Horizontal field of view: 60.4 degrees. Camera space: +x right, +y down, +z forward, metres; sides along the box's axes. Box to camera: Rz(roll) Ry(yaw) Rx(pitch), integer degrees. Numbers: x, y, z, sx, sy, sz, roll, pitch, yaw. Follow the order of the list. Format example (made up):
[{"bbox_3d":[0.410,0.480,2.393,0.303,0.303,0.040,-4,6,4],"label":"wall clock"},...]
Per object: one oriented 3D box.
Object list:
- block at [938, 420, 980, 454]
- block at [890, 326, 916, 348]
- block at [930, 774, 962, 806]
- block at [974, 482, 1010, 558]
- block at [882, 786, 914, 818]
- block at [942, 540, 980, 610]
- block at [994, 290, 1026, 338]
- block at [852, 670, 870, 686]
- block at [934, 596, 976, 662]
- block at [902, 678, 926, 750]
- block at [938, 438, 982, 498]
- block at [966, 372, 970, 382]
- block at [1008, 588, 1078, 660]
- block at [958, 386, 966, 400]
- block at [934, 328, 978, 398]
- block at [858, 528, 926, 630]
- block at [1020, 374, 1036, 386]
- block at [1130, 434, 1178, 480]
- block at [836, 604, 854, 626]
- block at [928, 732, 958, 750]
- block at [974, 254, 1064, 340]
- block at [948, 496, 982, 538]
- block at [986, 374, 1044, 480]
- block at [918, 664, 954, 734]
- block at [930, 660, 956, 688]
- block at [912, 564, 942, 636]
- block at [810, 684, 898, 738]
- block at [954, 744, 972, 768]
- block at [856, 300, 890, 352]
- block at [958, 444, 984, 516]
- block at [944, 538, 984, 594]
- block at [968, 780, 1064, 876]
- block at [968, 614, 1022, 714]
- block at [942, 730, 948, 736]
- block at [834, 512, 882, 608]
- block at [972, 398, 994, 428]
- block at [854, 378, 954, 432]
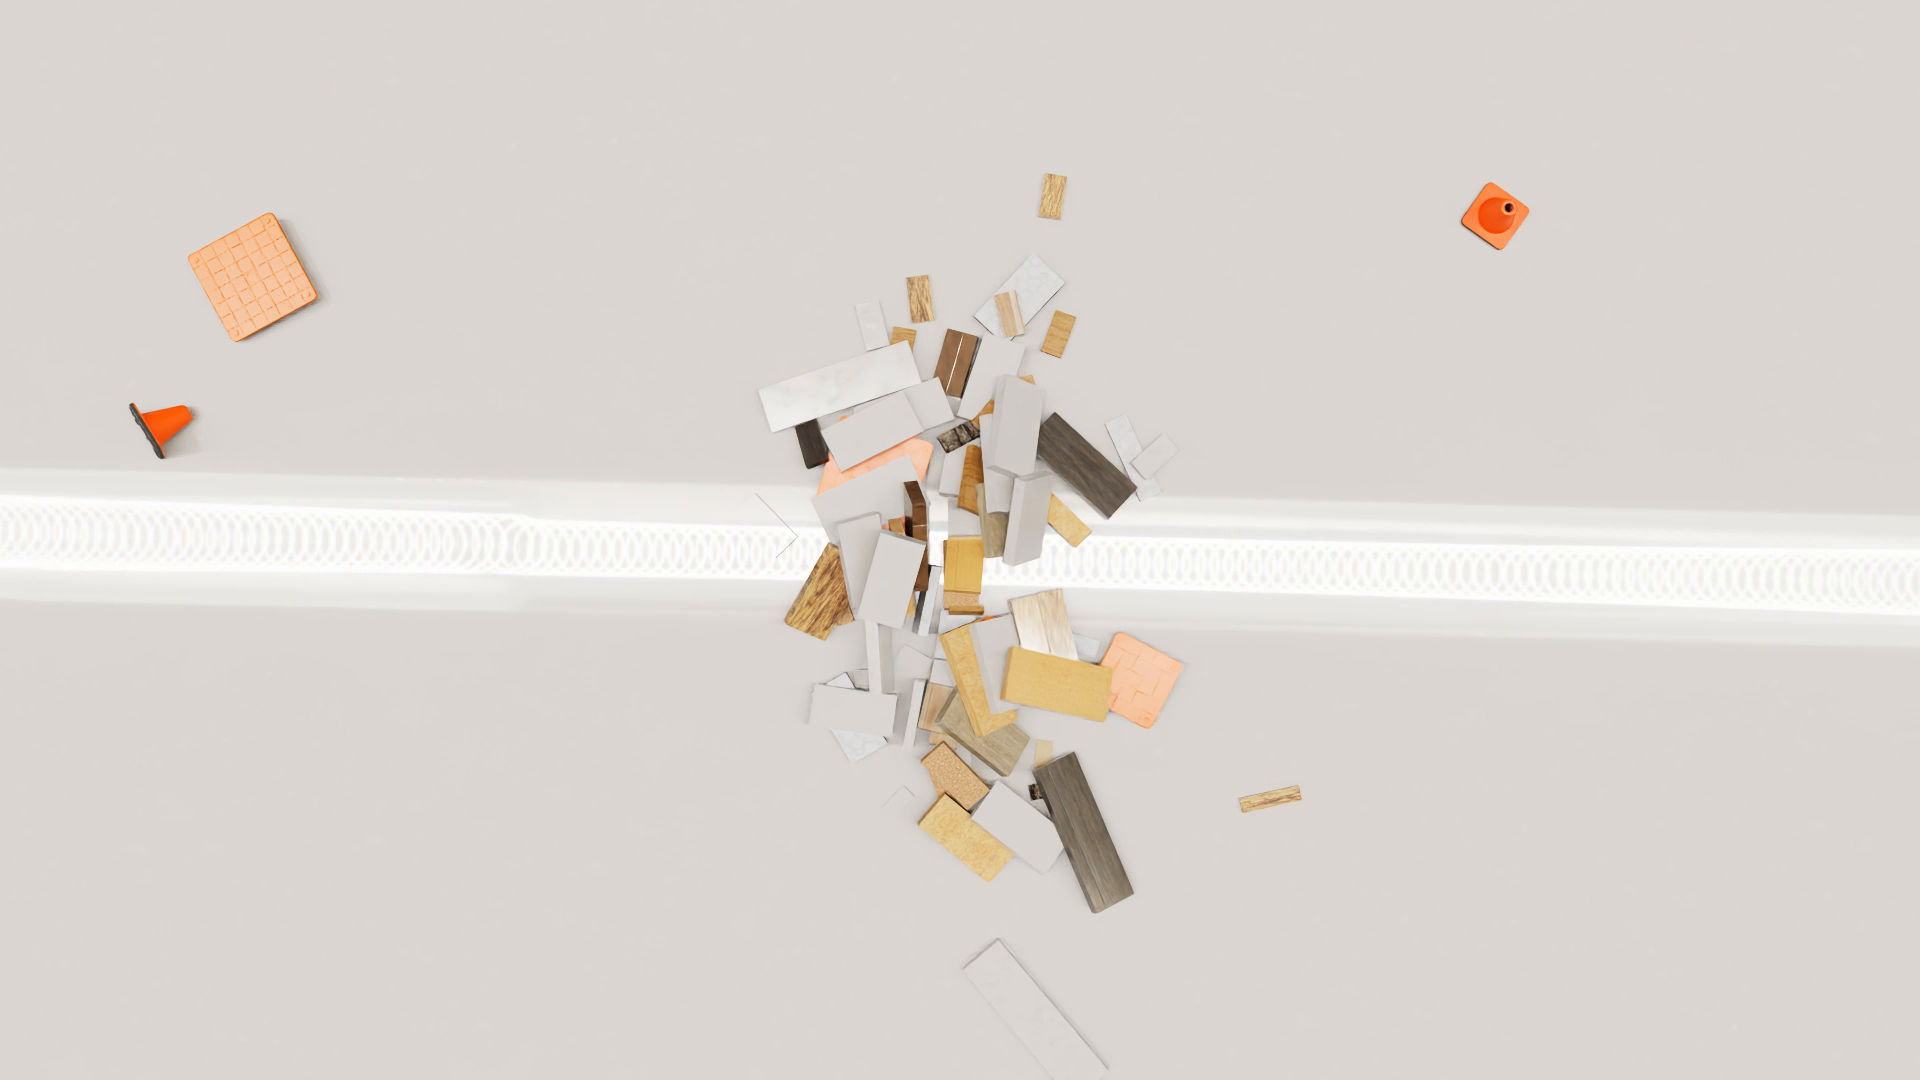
[{"bbox_3d":[-0.005,-0.342,5.454,0.127,0.018,0.063,-27,71,-10],"label":"block"},{"bbox_3d":[-0.197,-0.629,5.489,0.076,0.022,0.153,11,90,0],"label":"block"},{"bbox_3d":[-0.035,0.810,5.461,0.096,0.027,0.193,-18,103,4],"label":"block"},{"bbox_3d":[0.120,-0.069,5.405,0.035,0.123,0.247,-6,93,44],"label":"block"},{"bbox_3d":[-0.206,0.874,5.493,0.052,0.015,0.104,44,90,0],"label":"block"},{"bbox_3d":[0.003,0.114,5.454,0.116,0.033,0.231,-1,75,0],"label":"block"},{"bbox_3d":[0.164,-0.745,5.449,0.072,0.021,0.145,-14,90,0],"label":"block"},{"bbox_3d":[-0.317,0.454,5.458,0.014,0.099,0.050,-4,90,-42],"label":"block"},{"bbox_3d":[-0.012,0.286,5.445,0.116,0.033,0.231,8,75,-1],"label":"block"},{"bbox_3d":[-0.151,0.575,5.444,0.032,0.113,0.226,11,90,0],"label":"block"},{"bbox_3d":[0.000,-0.243,5.446,0.106,0.030,0.212,9,71,3],"label":"block"},{"bbox_3d":[0.046,-0.535,5.493,0.095,0.013,0.047,19,90,0],"label":"block"},{"bbox_3d":[0.285,0.351,5.436,0.176,0.050,0.352,-13,91,-13],"label":"block"},{"bbox_3d":[0.032,-0.473,5.493,0.095,0.013,0.047,31,90,0],"label":"block"},{"bbox_3d":[-0.018,-0.586,5.476,0.106,0.030,0.211,16,90,10],"label":"block"},{"bbox_3d":[-0.219,0.127,5.284,0.149,0.042,0.297,16,108,-1],"label":"block"},{"bbox_3d":[0.201,-0.517,5.493,0.095,0.013,0.047,-15,90,0],"label":"block"},{"bbox_3d":[0.645,-0.277,5.473,0.152,0.022,0.076,-42,93,-11],"label":"block"},{"bbox_3d":[-0.395,0.225,5.489,0.057,0.016,0.113,-18,90,6],"label":"block"},{"bbox_3d":[-0.039,0.589,5.461,0.096,0.027,0.193,11,74,0],"label":"block"},{"bbox_3d":[0.197,-0.797,5.480,0.144,0.041,0.287,43,90,0],"label":"block"},{"bbox_3d":[0.021,-0.132,5.450,0.123,0.035,0.247,-1,74,0],"label":"block"},{"bbox_3d":[0.181,-0.365,5.382,0.161,0.046,0.321,20,69,-34],"label":"block"},{"bbox_3d":[-0.059,0.525,5.447,0.113,0.032,0.226,14,74,1],"label":"block"},{"bbox_3d":[-0.022,0.374,5.455,0.113,0.032,0.226,12,75,0],"label":"block"},{"bbox_3d":[-0.111,0.197,5.440,0.033,0.116,0.231,12,90,-12],"label":"block"},{"bbox_3d":[-0.351,0.562,5.442,0.273,0.039,0.136,8,90,0],"label":"block"},{"bbox_3d":[-0.012,0.702,5.486,0.096,0.027,0.193,-2,90,0],"label":"block"},{"bbox_3d":[-0.291,-0.714,5.489,0.078,0.022,0.157,-14,90,0],"label":"block"},{"bbox_3d":[0.053,-0.195,5.399,0.106,0.030,0.212,23,69,-42],"label":"block"},{"bbox_3d":[0.017,0.052,5.435,0.123,0.035,0.247,4,75,1],"label":"block"},{"bbox_3d":[0.196,0.950,5.442,0.310,0.044,0.155,38,71,-5],"label":"block"},{"bbox_3d":[0.136,0.406,5.383,0.150,0.043,0.301,-12,85,-34],"label":"block"},{"bbox_3d":[0.041,0.599,5.430,0.203,0.029,0.102,8,79,-29],"label":"block"},{"bbox_3d":[-0.313,0.065,5.381,0.144,0.041,0.288,-16,109,-20],"label":"block"},{"bbox_3d":[0.089,-0.411,5.443,0.050,0.014,0.101,40,94,-9],"label":"block"},{"bbox_3d":[-0.185,-0.412,5.423,0.299,0.042,0.149,-21,85,-6],"label":"block"}]
